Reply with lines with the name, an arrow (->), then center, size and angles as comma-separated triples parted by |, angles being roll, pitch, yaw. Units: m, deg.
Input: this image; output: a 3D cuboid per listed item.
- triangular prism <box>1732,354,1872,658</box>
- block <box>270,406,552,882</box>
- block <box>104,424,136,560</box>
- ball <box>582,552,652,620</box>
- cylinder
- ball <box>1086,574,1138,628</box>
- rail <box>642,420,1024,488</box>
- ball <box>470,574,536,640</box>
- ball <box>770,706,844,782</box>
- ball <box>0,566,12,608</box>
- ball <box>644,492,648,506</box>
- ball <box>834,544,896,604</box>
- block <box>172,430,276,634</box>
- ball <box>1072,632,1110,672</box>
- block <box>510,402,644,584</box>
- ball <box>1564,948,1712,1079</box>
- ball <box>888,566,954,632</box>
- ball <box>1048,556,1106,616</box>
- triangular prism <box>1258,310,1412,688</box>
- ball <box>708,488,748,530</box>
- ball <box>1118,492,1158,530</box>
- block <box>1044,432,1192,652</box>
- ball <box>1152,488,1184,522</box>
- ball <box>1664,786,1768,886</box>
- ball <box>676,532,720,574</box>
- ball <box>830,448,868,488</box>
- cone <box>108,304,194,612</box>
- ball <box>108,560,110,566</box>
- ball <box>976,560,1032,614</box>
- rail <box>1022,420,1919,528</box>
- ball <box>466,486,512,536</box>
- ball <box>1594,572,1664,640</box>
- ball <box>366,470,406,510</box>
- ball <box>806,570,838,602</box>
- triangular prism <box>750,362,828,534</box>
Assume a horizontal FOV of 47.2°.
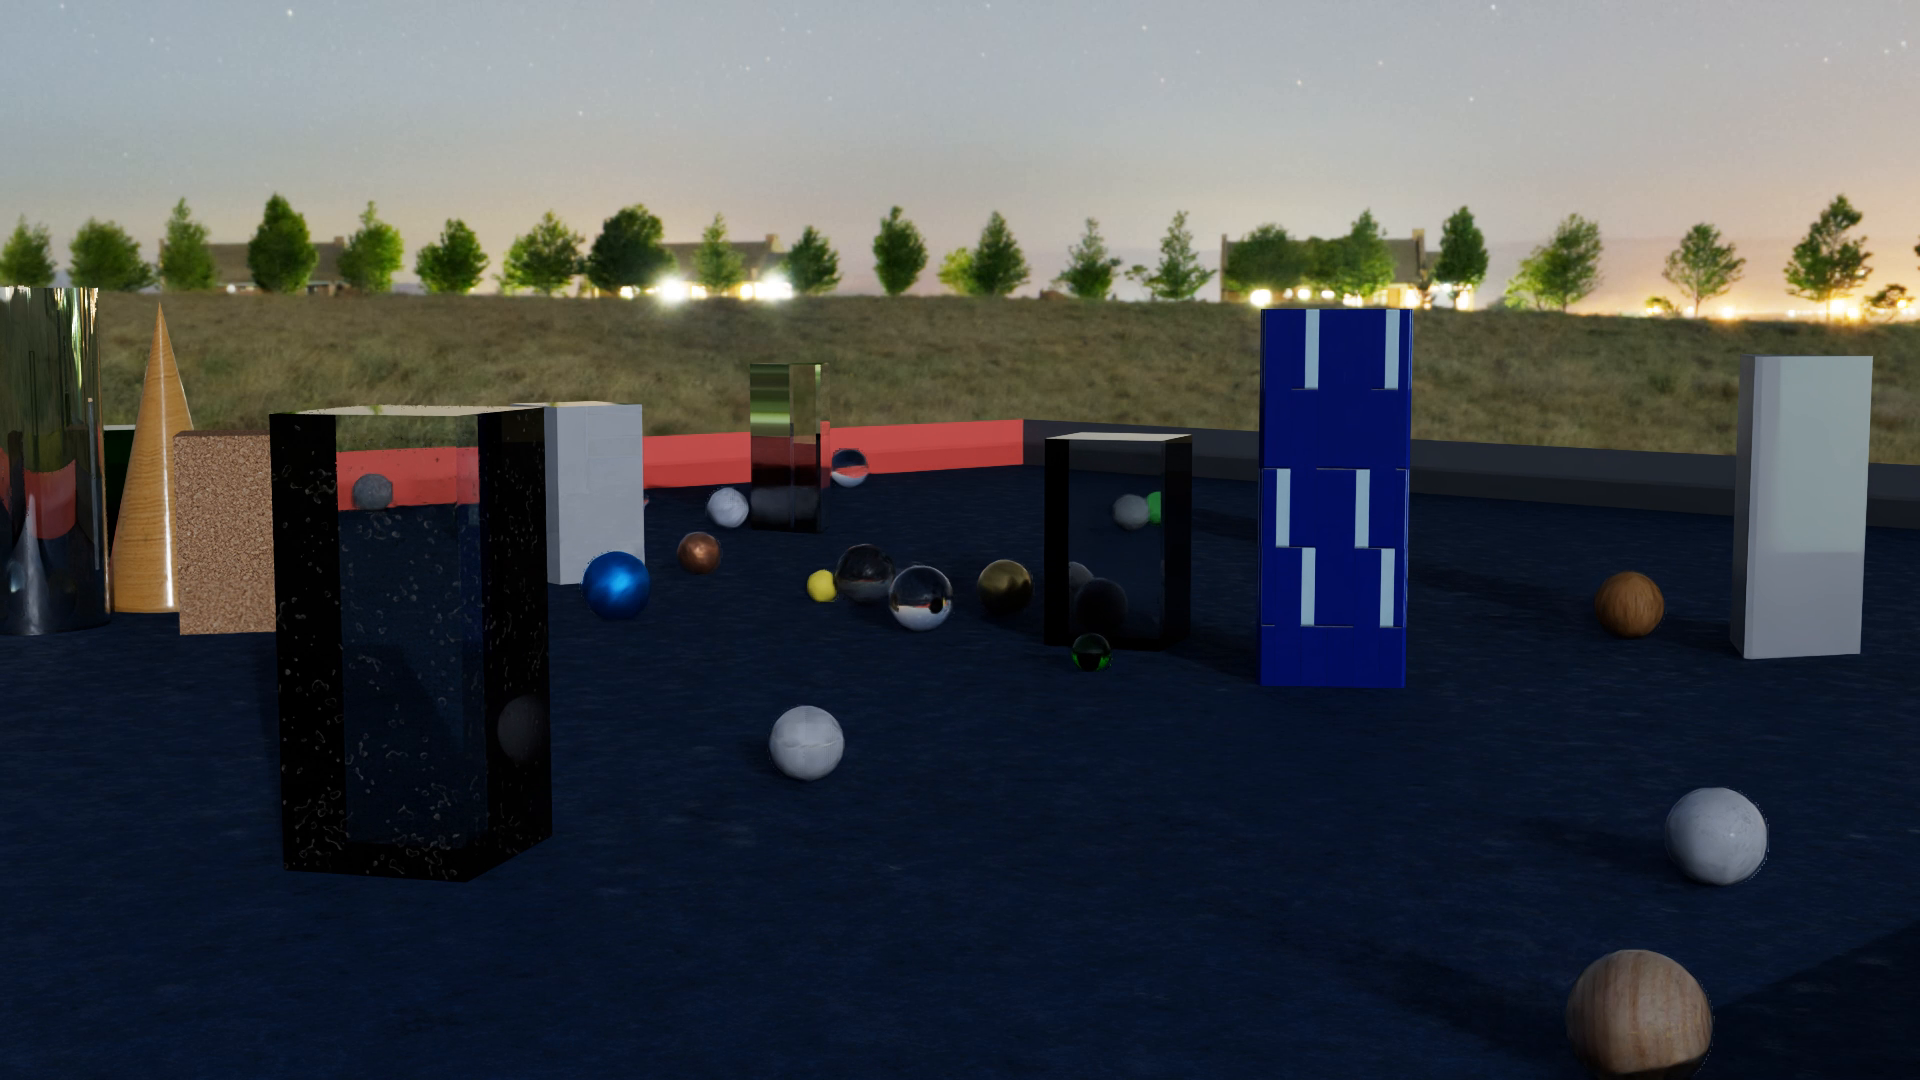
triangular prism -> 1.072, -0.050, 2.899 | 0.172, 0.387, 0.149 | -2, 6, -17
block -> -0.443, 0.076, 1.795 | 0.159, 0.365, 0.159 | 1, 6, 14
block -> -1.432, -0.074, 3.819 | 0.159, 0.244, 0.159 | -4, 7, -31
ball -> -0.495, 0.066, 3.171 | 0.099, 0.099, 0.099 | 0, 6, 0
cylinder -> -1.313, -0.116, 3.101 | 0.199, 0.476, 0.199 | 0, 6, 0
ball -> 0.215, 0.085, 3.107 | 0.075, 0.075, 0.075 | 0, 6, 0
rail -> -1.439, -0.128, 4.883 | 4.461, 0.129, 0.045 | -5, 8, -42
ball -> -0.620, 0.091, 2.992 | 0.088, 0.088, 0.088 | 0, 6, 0
ball -> -0.146, 0.193, 2.089 | 0.072, 0.072, 0.072 | 0, 6, 0
ball -> -1.442, 0.069, 3.247 | 0.078, 0.078, 0.078 | 0, 6, 0
ball -> -0.724, -0.092, 4.965 | 0.043, 0.043, 0.043 | 0, 6, 0
ball -> -0.144, 0.052, 3.343 | 0.092, 0.092, 0.092 | 0, 6, 0
block -> -1.019, -0.015, 3.115 | 0.159, 0.274, 0.159 | -2, 6, -15
ball -> 0.162, 0.139, 2.719 | 0.049, 0.049, 0.049 | 0, 6, 0
block -> -0.641, -0.083, 3.683 | 0.159, 0.290, 0.159 | -5, 8, -39
ball -> 0.388, 0.275, 1.259 | 0.081, 0.081, 0.081 | 0, 6, 0
ball -> -0.054, 0.082, 3.060 | 0.092, 0.092, 0.092 | 0, 6, 0
ball -> 0.173, 0.068, 3.218 | 0.087, 0.087, 0.087 | 0, 6, 0
triangular prism -> 0.450, -0.056, 2.668 | 0.172, 0.447, 0.149 | 1, 6, 7
ball -> -0.475, -0.064, 4.498 | 0.084, 0.084, 0.084 | 0, 6, 0
ball -> 0.364, -0.061, 4.501 | 0.078, 0.078, 0.078 | 0, 6, 0
block -> 0.215, -0.002, 2.970 | 0.159, 0.276, 0.159 | 2, 6, 20
ball -> 0.434, -0.072, 4.631 | 0.072, 0.072, 0.072 | 0, 6, 0
ball -> 0.587, 0.230, 1.709 | 0.077, 0.077, 0.077 | 0, 6, 0
ball -> -0.443, 0.022, 3.724 | 0.073, 0.073, 0.073 | 0, 6, 0
ball -> -0.280, -0.181, 5.551 | 0.098, 0.098, 0.098 | 0, 6, 0
cone -> -1.203, -0.131, 3.328 | 0.199, 0.460, 0.199 | 0, 6, 0
ball -> -1.337, 0.055, 3.362 | 0.083, 0.083, 0.083 | 0, 6, 0
ball -> 0.066, 0.069, 3.232 | 0.081, 0.081, 0.081 | 0, 6, 0
rail -> 1.622, -0.121, 4.820 | 0.045, 0.129, 4.292 | -5, 8, -42
ball -> -0.934, -0.059, 4.380 | 0.098, 0.098, 0.098 | 0, 6, 0
ball -> 0.910, 0.089, 2.990 | 0.092, 0.092, 0.092 | 0, 6, 0
ball -> -1.287, -0.111, 4.932 | 0.088, 0.088, 0.088 | 0, 6, 0
ball -> -0.210, 0.071, 3.367 | 0.050, 0.050, 0.050 | 0, 6, 0
triangular prism -> -0.314, -0.191, 4.496 | 0.172, 0.338, 0.149 | 4, 7, 33
